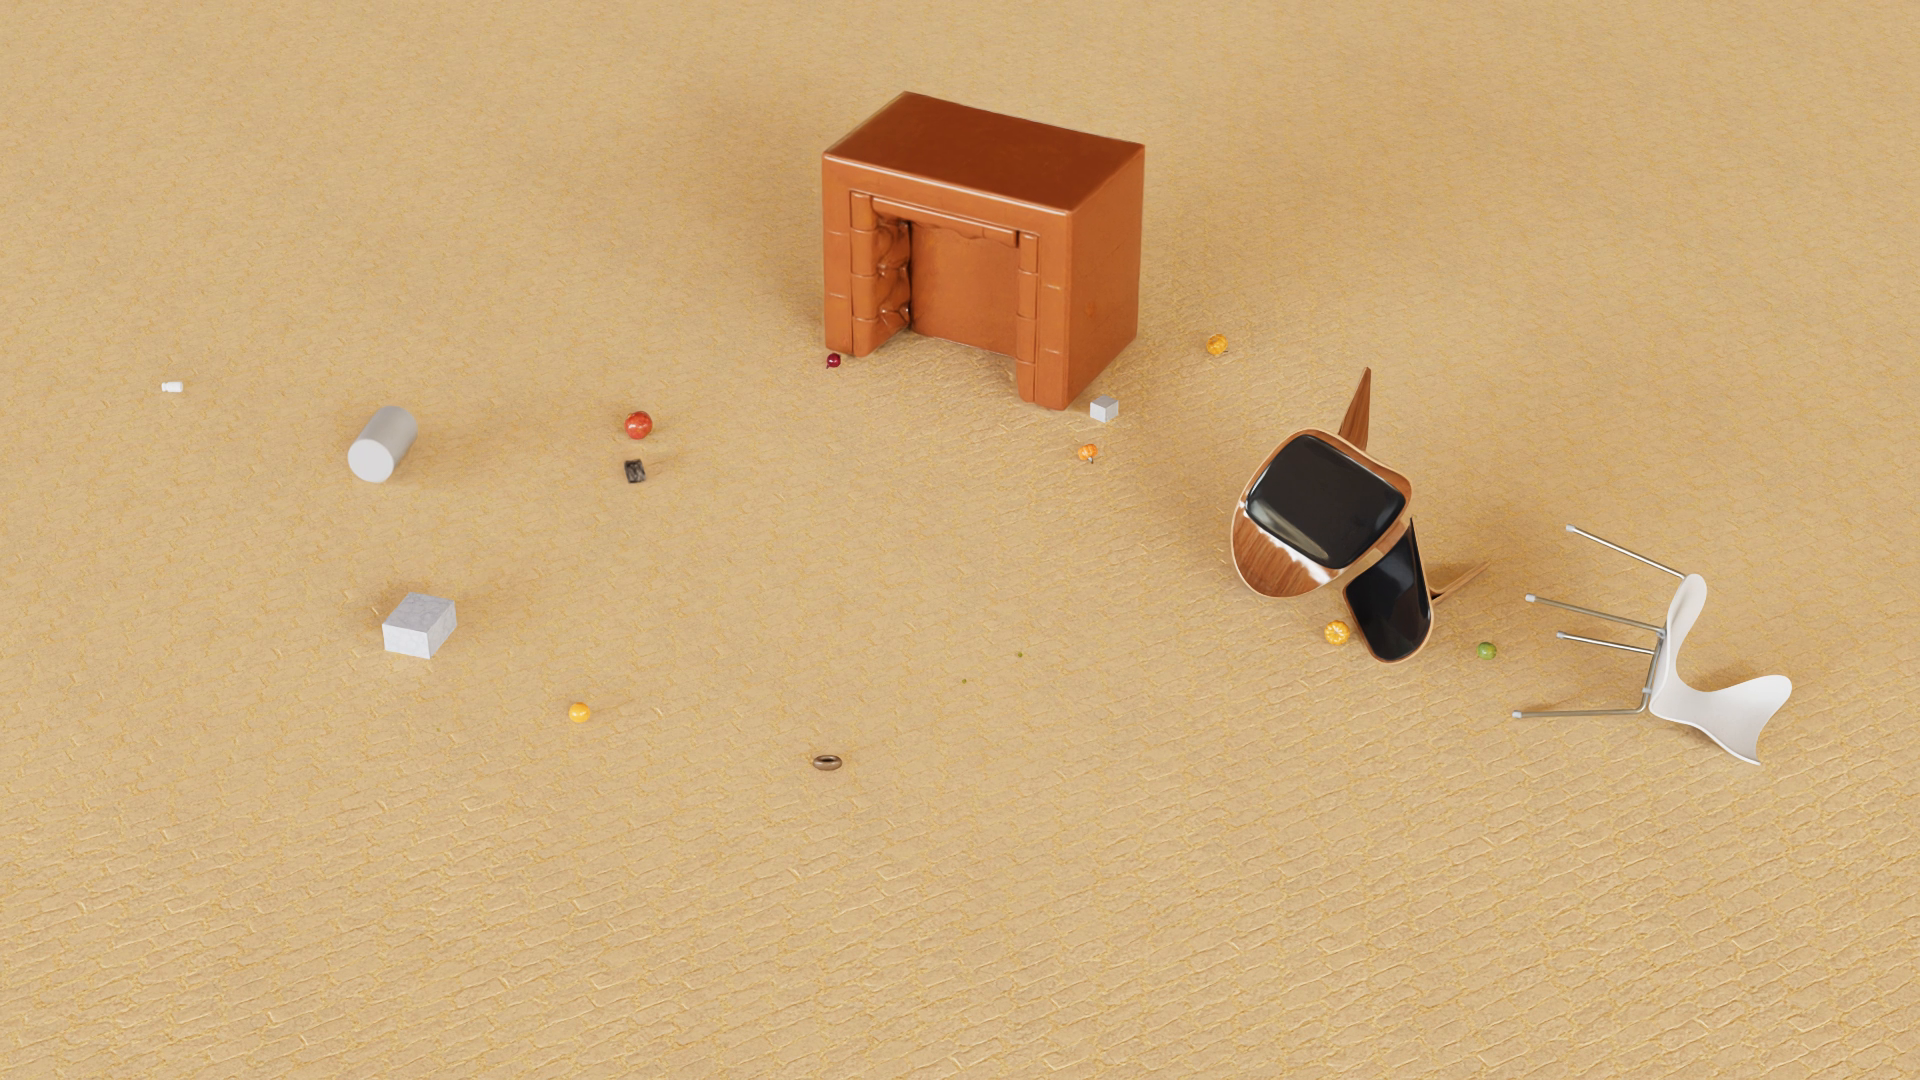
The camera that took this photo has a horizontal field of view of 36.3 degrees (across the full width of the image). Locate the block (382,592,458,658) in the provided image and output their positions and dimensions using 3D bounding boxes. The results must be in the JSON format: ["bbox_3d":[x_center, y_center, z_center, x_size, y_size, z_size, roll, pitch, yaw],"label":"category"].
[{"bbox_3d":[-1.913,0.301,10.385,0.173,0.112,0.213,10,35,15],"label":"block"}]

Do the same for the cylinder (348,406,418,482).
[{"bbox_3d":[-2.228,-0.371,11.329,0.183,0.199,0.257,27,35,-4],"label":"cylinder"}]

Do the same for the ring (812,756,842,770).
[{"bbox_3d":[-0.442,0.743,9.784,0.101,0.036,0.053,-1,35,0],"label":"ring"}]

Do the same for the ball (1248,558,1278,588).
[{"bbox_3d":[1.100,0.119,10.665,0.109,0.109,0.109,0,33,0],"label":"ball"}]

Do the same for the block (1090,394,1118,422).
[{"bbox_3d":[0.575,-0.523,11.679,0.075,0.066,0.084,26,41,34],"label":"block"}]
